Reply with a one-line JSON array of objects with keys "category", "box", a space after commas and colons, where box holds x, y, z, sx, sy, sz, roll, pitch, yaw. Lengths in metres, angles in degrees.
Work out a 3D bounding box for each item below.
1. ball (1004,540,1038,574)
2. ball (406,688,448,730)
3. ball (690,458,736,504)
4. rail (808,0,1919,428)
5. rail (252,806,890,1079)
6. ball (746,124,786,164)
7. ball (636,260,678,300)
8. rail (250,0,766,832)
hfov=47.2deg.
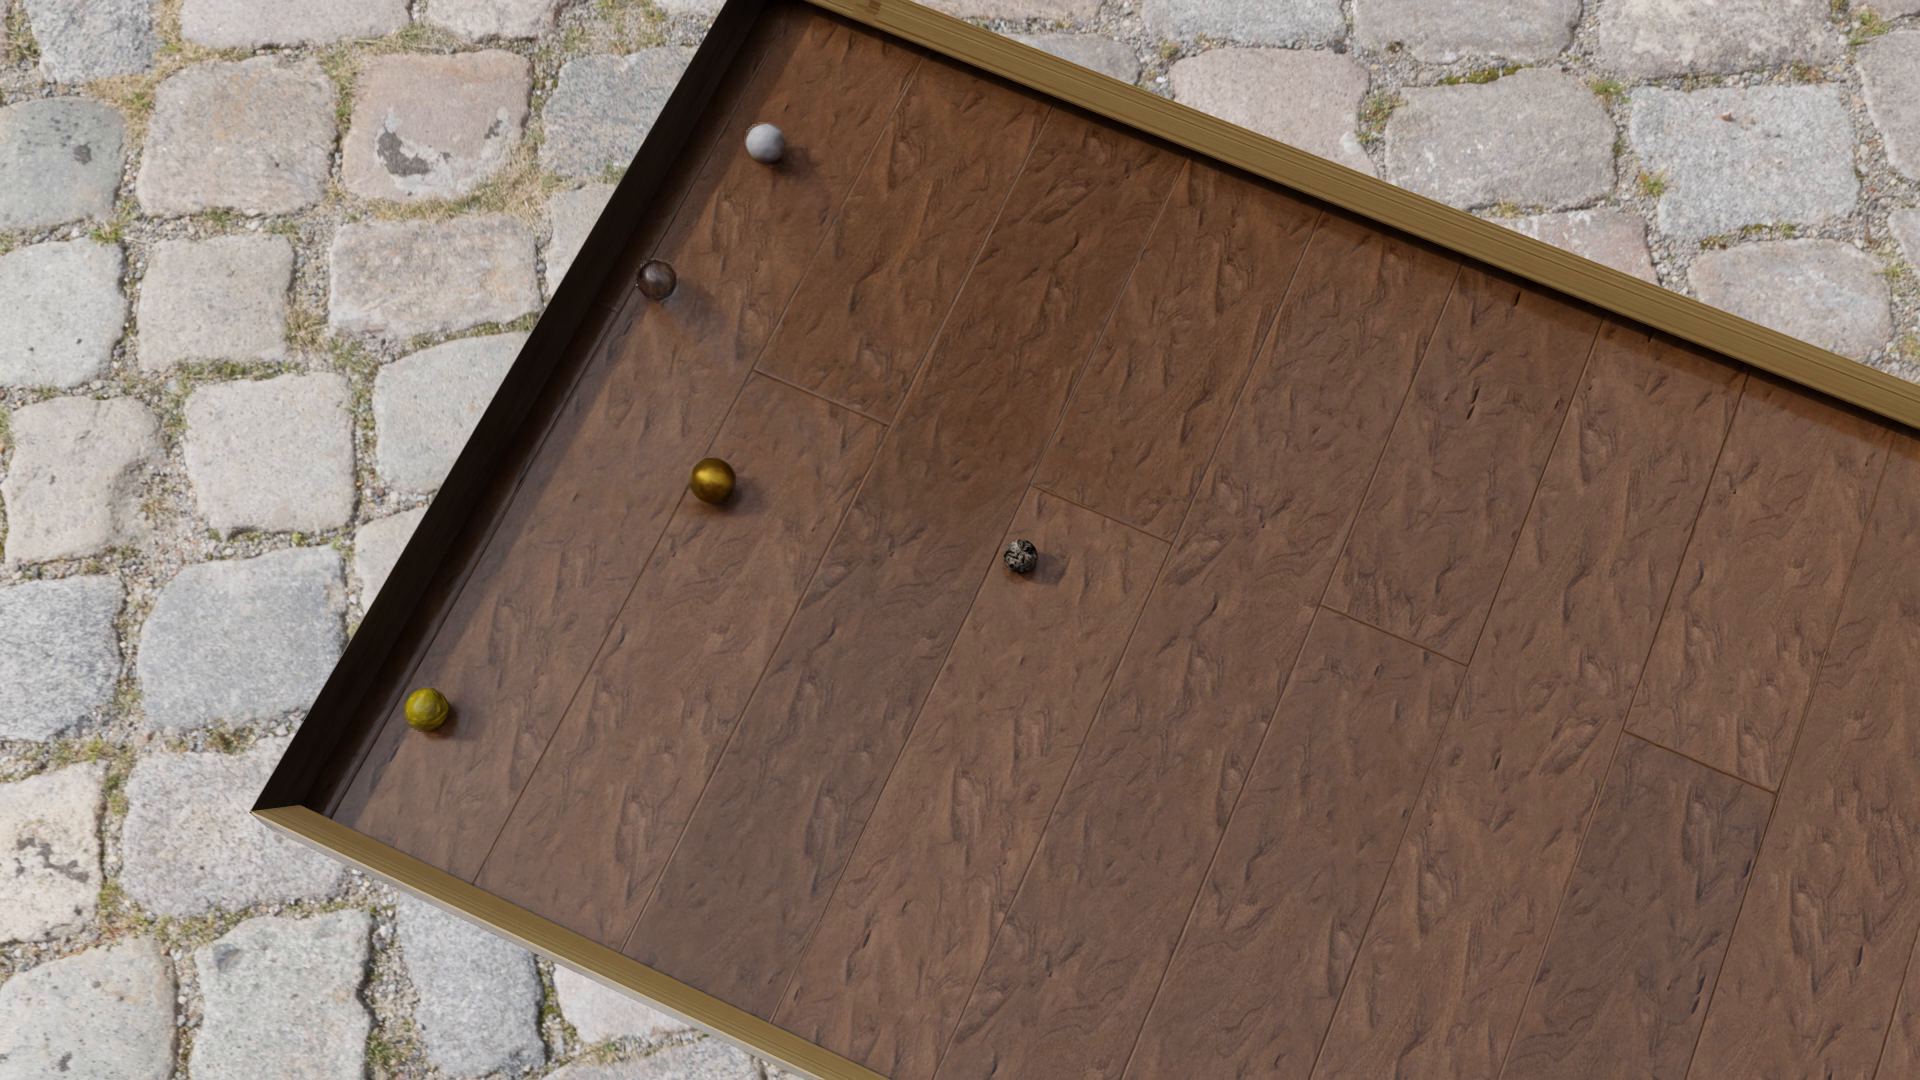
[{"category": "ball", "box": [0.096, 0.026, 3.478, 0.054, 0.054, 0.054, 0, 68, 0]}, {"category": "ball", "box": [-0.819, 0.259, 3.380, 0.065, 0.065, 0.065, 0, 68, 0]}, {"category": "ball", "box": [-0.396, -0.095, 3.517, 0.073, 0.073, 0.073, 0, 68, 0]}, {"category": "rail", "box": [1.043, -0.413, 3.630, 3.077, 0.095, 0.045, 23, 70, 9]}, {"category": "rail", "box": [0.358, 0.991, 3.072, 3.077, 0.095, 0.045, 23, 70, 9]}, {"category": "ball", "box": [-0.331, -0.676, 3.751, 0.067, 0.067, 0.067, 0, 68, 0]}, {"category": "ball", "box": [-0.503, -0.431, 3.654, 0.066, 0.066, 0.066, 0, 68, 0]}, {"category": "rail", "box": [-0.679, -0.292, 3.583, 0.045, 0.095, 1.706, 23, 70, 9]}]
